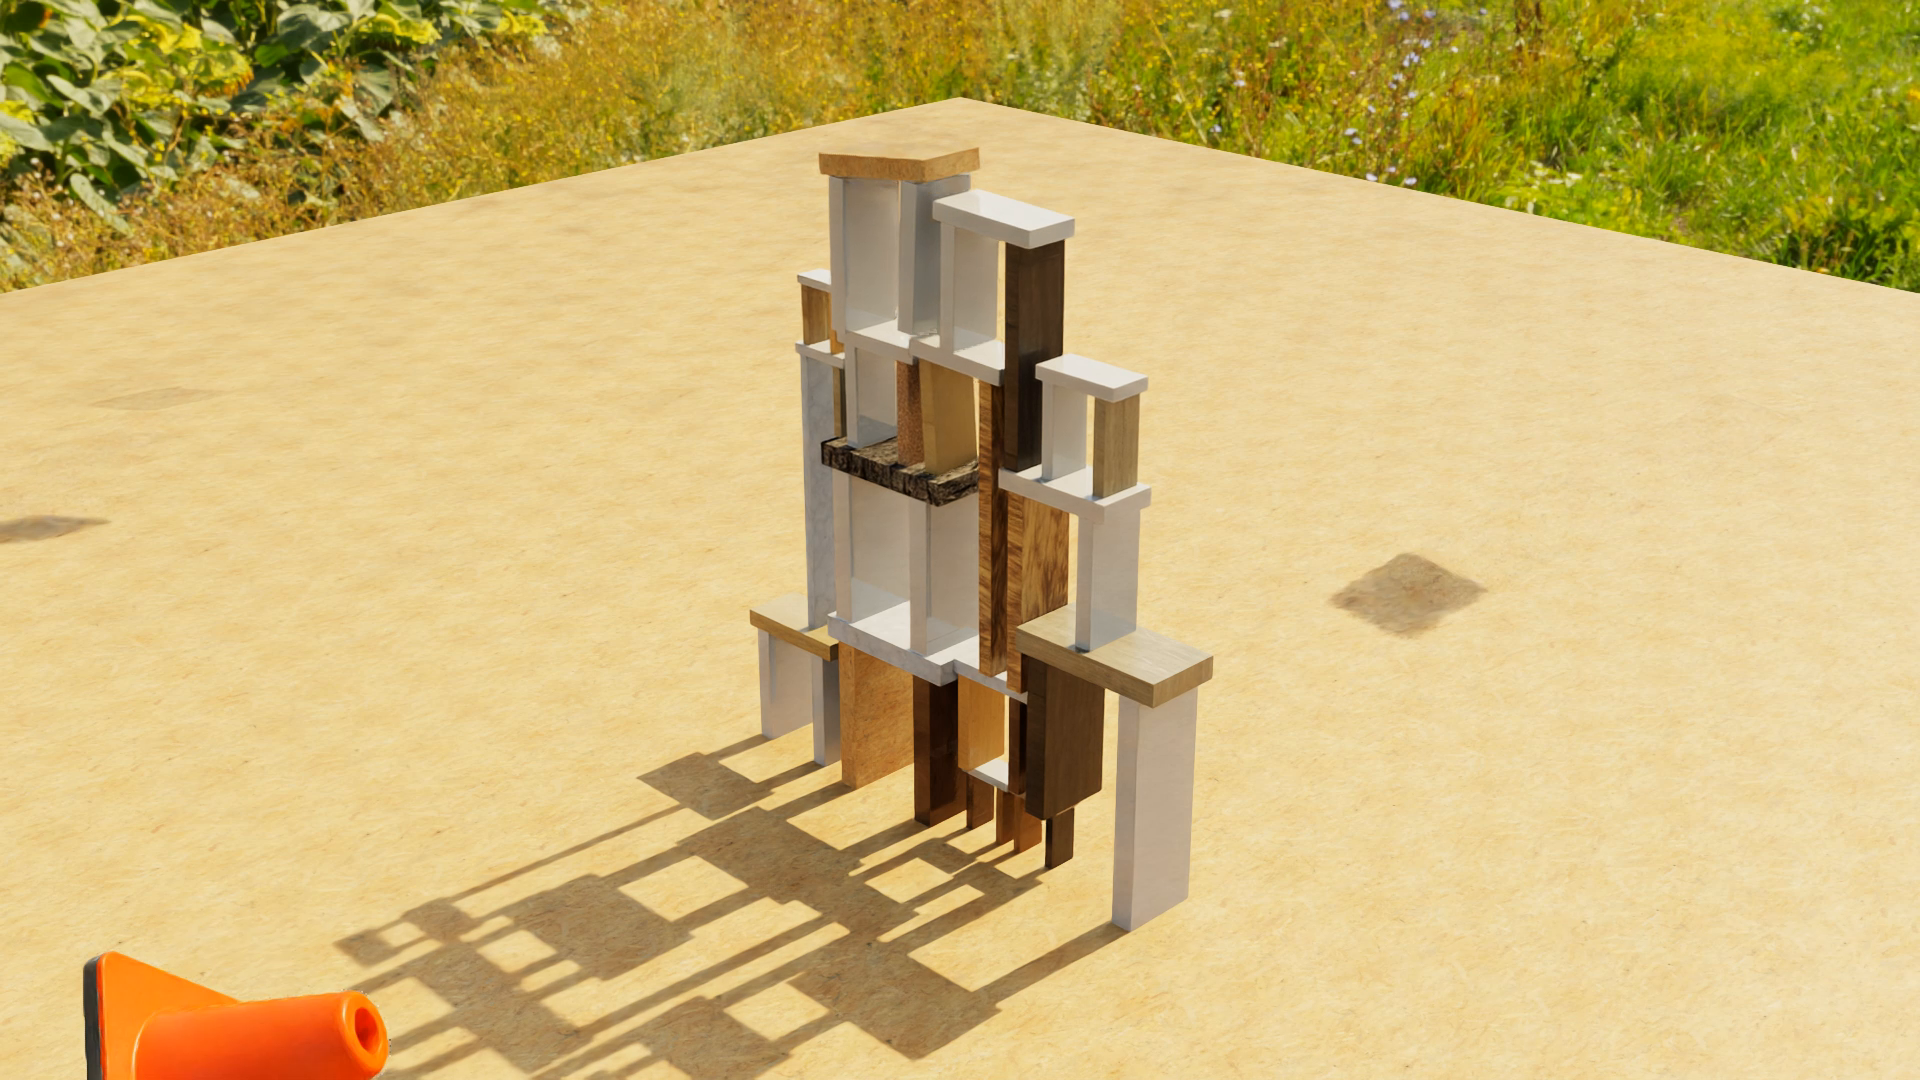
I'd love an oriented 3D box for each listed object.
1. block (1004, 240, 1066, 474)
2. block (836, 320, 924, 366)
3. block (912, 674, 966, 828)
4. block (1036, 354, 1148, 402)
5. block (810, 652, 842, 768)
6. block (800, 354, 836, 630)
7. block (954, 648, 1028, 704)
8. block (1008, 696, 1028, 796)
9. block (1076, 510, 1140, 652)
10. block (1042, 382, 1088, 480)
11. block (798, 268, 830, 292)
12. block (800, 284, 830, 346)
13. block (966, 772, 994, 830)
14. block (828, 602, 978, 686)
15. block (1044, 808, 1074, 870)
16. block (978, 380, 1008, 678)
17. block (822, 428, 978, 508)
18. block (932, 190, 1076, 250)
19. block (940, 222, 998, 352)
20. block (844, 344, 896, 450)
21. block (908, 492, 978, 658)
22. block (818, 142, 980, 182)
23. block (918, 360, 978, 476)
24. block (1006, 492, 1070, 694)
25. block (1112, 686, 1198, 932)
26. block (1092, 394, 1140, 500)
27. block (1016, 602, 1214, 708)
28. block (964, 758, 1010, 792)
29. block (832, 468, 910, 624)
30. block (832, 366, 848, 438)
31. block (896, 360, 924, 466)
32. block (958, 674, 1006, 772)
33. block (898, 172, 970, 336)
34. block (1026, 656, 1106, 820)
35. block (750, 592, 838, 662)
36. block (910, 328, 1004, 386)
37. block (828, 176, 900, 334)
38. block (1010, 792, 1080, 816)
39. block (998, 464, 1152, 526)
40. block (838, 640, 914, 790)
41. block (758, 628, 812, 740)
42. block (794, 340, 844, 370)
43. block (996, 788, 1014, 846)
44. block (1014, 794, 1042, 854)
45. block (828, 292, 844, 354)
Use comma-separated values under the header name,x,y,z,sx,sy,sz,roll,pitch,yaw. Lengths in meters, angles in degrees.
name,x,y,z,sx,sy,sz,roll,pitch,yaw
block,0.133,-0.335,3.931,0.033,0.421,0.118,21,31,40
block,-0.126,-0.382,4.187,0.208,0.029,0.104,21,31,40
block,-0.018,0.397,4.406,0.163,0.327,0.046,-21,31,-41
block,0.230,-0.285,3.850,0.183,0.026,0.091,21,31,40
block,-0.251,0.339,4.635,0.036,0.256,0.128,21,31,41
block,-0.283,-0.101,4.487,0.021,0.597,0.073,21,31,41
block,0.095,0.256,4.231,0.203,0.029,0.102,21,31,40
block,0.139,0.380,4.237,0.102,0.203,0.029,-22,31,-40
block,0.266,0.061,3.954,0.036,0.255,0.127,21,31,40
block,0.187,-0.205,3.930,0.026,0.183,0.091,21,31,40
block,-0.255,-0.504,4.286,0.061,0.017,0.121,-21,31,-40
block,-0.282,-0.451,4.339,0.061,0.121,0.017,-21,30,-39
block,0.041,0.512,4.395,0.018,0.124,0.062,21,31,41
block,-0.096,0.195,4.405,0.163,0.046,0.327,-21,31,-41
block,0.193,0.569,4.257,0.063,0.126,0.018,-21,31,-41
block,0.086,-0.029,4.111,0.032,0.590,0.112,21,31,41
block,-0.100,-0.149,4.269,0.324,0.046,0.162,21,31,40
block,0.076,-0.569,3.889,0.236,0.033,0.118,24,33,39
block,0.017,-0.470,3.995,0.033,0.236,0.118,21,30,39
block,-0.174,-0.291,4.277,0.029,0.208,0.104,20,30,41
block,-0.024,0.050,4.272,0.046,0.324,0.162,21,31,40
block,-0.113,-0.696,4.042,0.281,0.040,0.140,13,25,43
block,-0.021,-0.245,4.136,0.032,0.223,0.112,18,32,39
block,0.145,0.082,4.091,0.036,0.401,0.127,21,31,41
block,0.357,0.476,4.032,0.047,0.475,0.166,21,31,41
block,0.273,-0.172,3.852,0.026,0.183,0.091,21,31,40
block,0.279,0.205,4.001,0.331,0.047,0.166,21,31,40
block,0.070,0.458,4.341,0.062,0.018,0.124,-21,31,-41
block,-0.176,-0.009,4.413,0.162,0.324,0.046,-21,31,-41
block,-0.215,-0.281,4.334,0.073,0.146,0.021,-21,31,-40
block,-0.072,-0.253,4.190,0.029,0.208,0.104,20,30,39
block,0.043,0.343,4.326,0.102,0.205,0.029,-21,31,-40
block,-0.048,-0.528,4.039,0.040,0.281,0.140,22,30,39
block,0.200,0.348,4.148,0.047,0.331,0.166,22,31,40
block,-0.312,0.181,4.634,0.256,0.036,0.128,21,31,41
block,0.026,-0.340,4.035,0.223,0.032,0.112,23,33,38
block,-0.181,-0.553,4.172,0.140,0.298,0.040,-21,31,-40
block,0.164,0.492,4.256,0.126,0.018,0.063,21,31,40
block,0.205,-0.095,3.950,0.255,0.036,0.127,21,31,40
block,-0.172,0.337,4.548,0.046,0.327,0.163,21,31,41
block,-0.372,0.292,4.746,0.036,0.256,0.128,21,31,41
block,-0.250,-0.371,4.334,0.073,0.021,0.146,-21,31,-40
block,0.099,0.535,4.342,0.018,0.124,0.062,21,31,41
block,0.134,0.546,4.312,0.018,0.126,0.063,22,31,40
block,-0.226,-0.428,4.286,0.061,0.121,0.017,-21,30,-40
